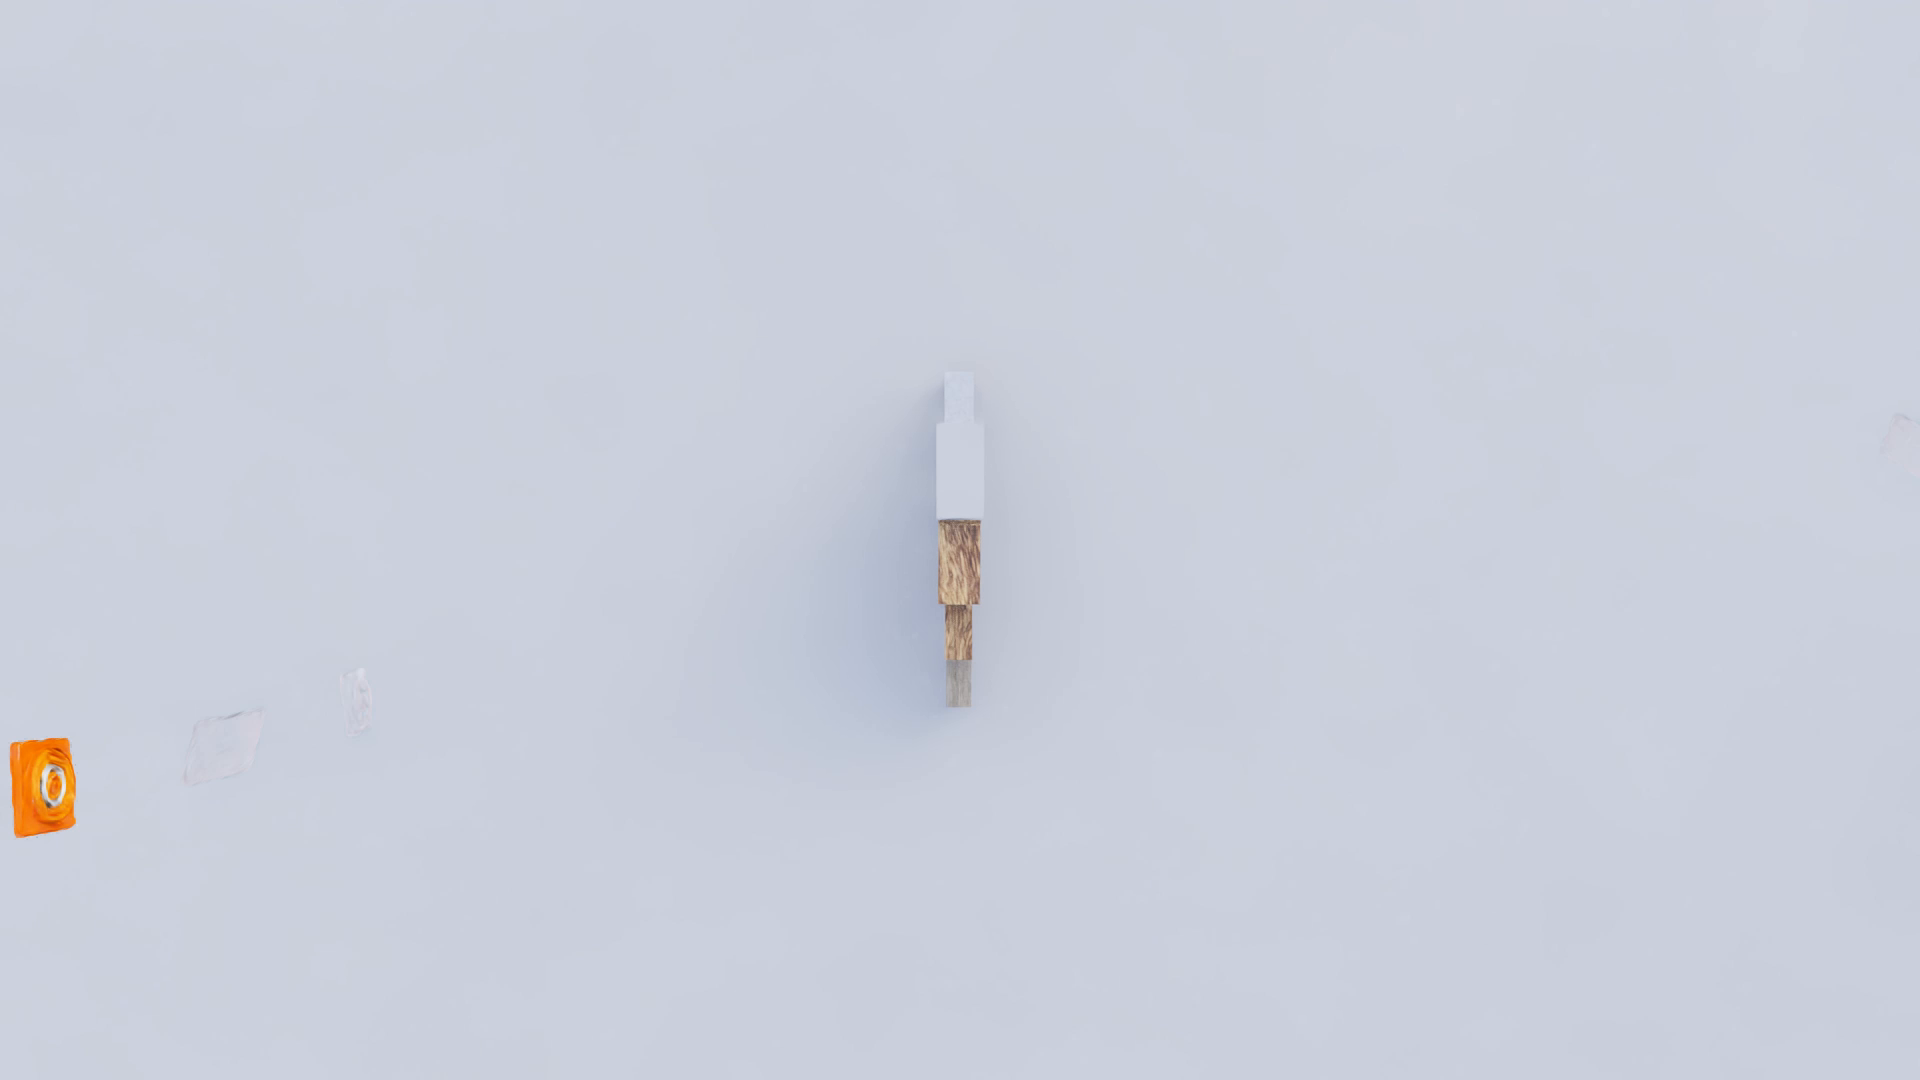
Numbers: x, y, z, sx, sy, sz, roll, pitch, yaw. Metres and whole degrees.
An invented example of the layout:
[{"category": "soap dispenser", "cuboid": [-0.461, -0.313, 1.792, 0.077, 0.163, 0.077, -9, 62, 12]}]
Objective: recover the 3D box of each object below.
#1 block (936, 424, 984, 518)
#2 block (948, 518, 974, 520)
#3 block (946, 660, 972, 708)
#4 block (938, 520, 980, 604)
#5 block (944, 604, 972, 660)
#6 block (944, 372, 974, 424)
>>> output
[{"category": "block", "cuboid": [0.001, -0.207, 4.943, 0.142, 0.040, 0.283, 0, 90, 0]}, {"category": "block", "cuboid": [0.004, -0.021, 5.317, 0.086, 0.024, 0.171, 0, 90, 0]}, {"category": "block", "cuboid": [-0.004, 0.459, 5.327, 0.081, 0.023, 0.161, 0, 90, 0]}, {"category": "block", "cuboid": [-0.002, 0.068, 5.030, 0.128, 0.036, 0.256, 1, 90, 0]}, {"category": "block", "cuboid": [-0.004, 0.288, 5.146, 0.086, 0.024, 0.172, 0, 90, 0]}, {"category": "block", "cuboid": [-0.003, -0.447, 5.301, 0.093, 0.026, 0.186, 0, 90, 0]}]
